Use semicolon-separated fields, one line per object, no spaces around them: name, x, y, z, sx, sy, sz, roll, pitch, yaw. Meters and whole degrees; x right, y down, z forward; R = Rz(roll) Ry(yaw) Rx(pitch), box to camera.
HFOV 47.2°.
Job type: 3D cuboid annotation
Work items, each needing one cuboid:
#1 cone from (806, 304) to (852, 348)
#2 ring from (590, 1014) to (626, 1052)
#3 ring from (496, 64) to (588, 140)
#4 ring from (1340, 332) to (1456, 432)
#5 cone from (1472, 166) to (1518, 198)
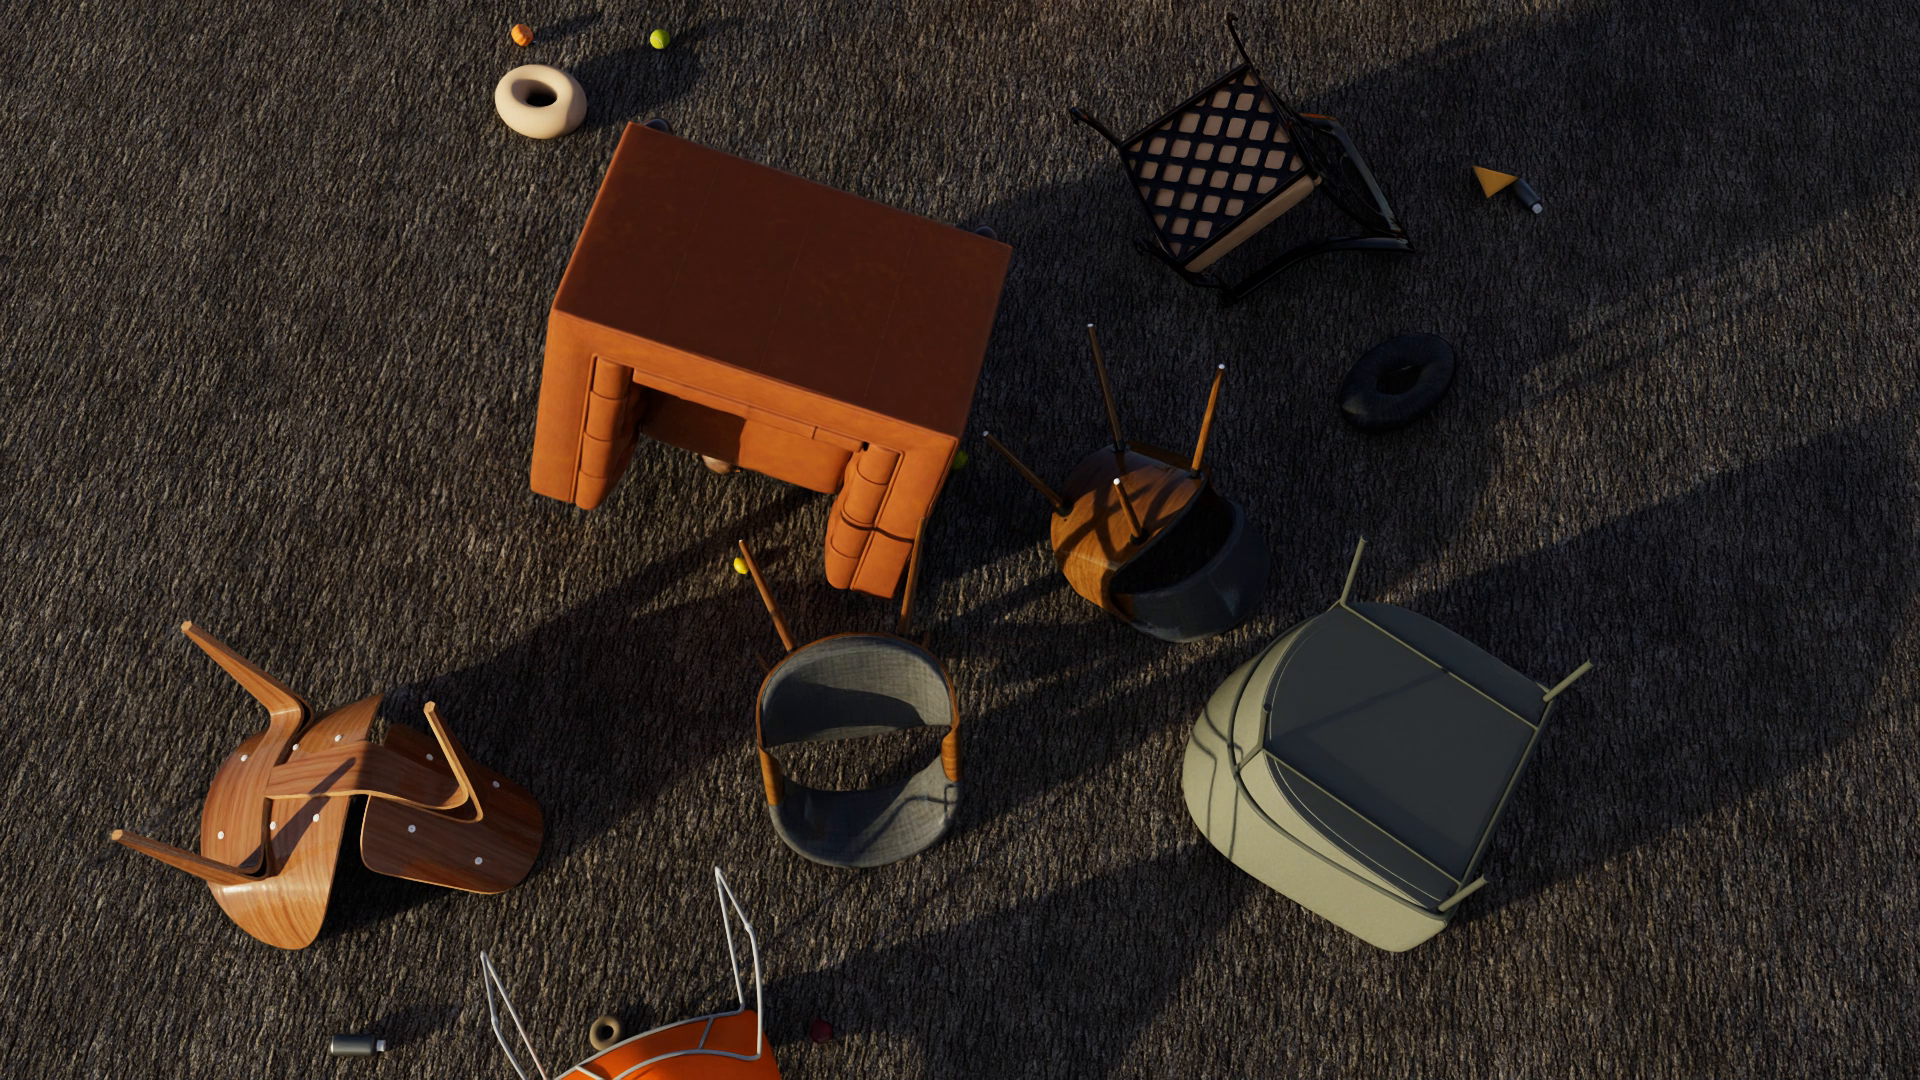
cone;-0.396;-0.660;6.990;0.156;0.090;0.105;44;85;7
ring;-0.914;1.278;5.702;0.091;0.025;0.102;17;57;10
ring;-1.431;-1.499;7.513;0.333;0.114;0.288;34;61;20
ring;1.362;-0.491;6.835;0.448;0.116;0.279;-37;62;-21
cone;1.772;-1.183;7.329;0.161;0.183;0.092;17;103;11
